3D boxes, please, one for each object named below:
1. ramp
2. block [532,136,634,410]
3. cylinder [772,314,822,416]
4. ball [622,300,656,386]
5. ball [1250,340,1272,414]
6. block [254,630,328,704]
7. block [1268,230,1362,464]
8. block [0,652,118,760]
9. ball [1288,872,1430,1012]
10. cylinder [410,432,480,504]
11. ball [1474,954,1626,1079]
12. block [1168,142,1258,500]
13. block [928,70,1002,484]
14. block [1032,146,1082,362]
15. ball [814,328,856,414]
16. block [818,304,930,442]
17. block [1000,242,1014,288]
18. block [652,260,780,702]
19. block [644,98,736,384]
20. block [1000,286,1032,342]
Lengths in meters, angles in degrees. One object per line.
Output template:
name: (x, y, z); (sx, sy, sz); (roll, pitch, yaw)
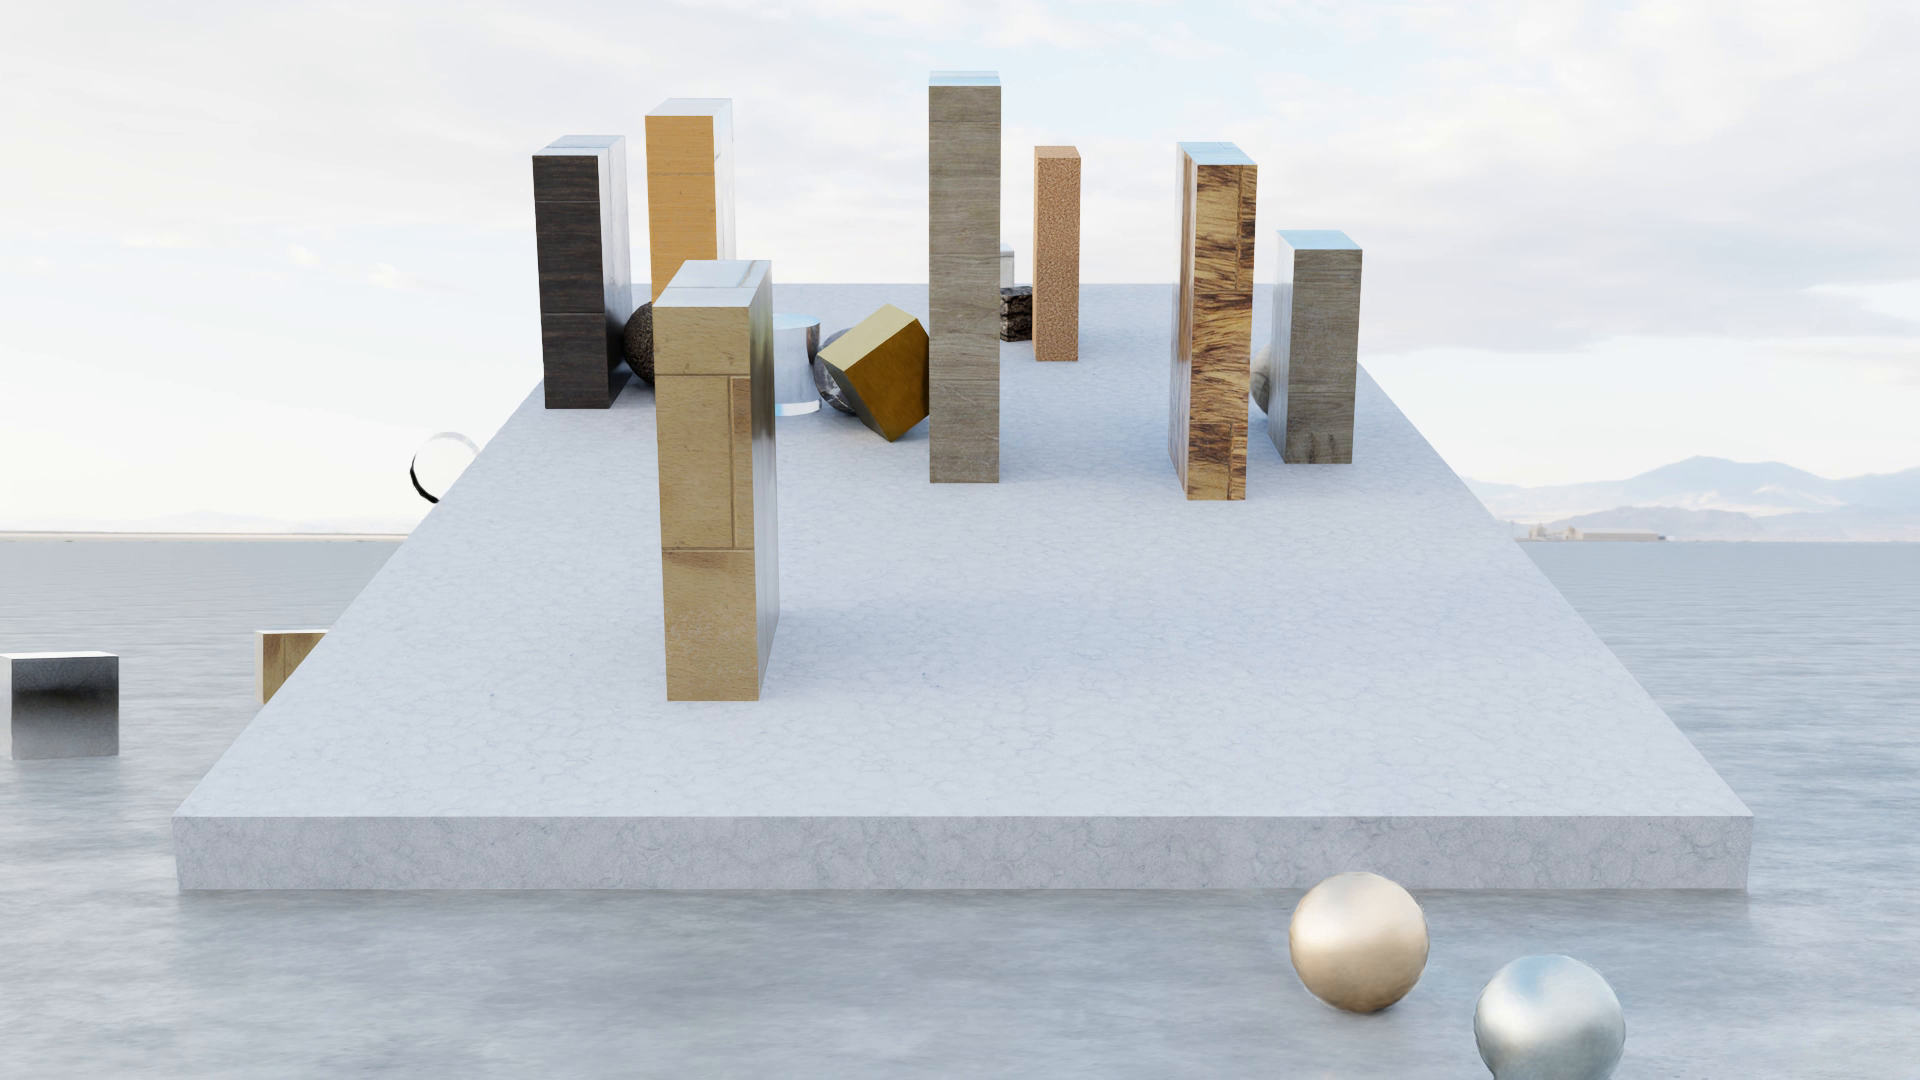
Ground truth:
ramp: (-0.002, -0.163, 4.726); (2.000, 0.100, 4.000); (0, 16, 0)
block: (-0.866, -0.629, 5.125); (0.145, 0.570, 0.425); (0, 16, 0)
cylinder: (-0.412, -0.398, 5.002); (0.196, 0.196, 0.196); (0, 16, 0)
ball: (-0.690, -0.464, 5.205); (0.209, 0.209, 0.209); (0, 0, 0)
ball: (0.734, -0.353, 4.851); (0.197, 0.197, 0.197); (0, 0, 0)
block: (-1.812, 0.344, 6.025); (0.189, 0.189, 0.189); (0, 0, -24)
block: (0.734, -0.405, 4.594); (0.137, 0.440, 0.267); (0, 16, 0)
block: (-1.863, 0.339, 4.558); (0.205, 0.205, 0.205); (0, 0, -32)
ball: (0.378, 0.380, 2.096); (0.131, 0.131, 0.131); (0, 0, 0)
cylinder: (-1.267, -0.178, 5.462); (0.164, 0.164, 0.164); (0, 9, -9)
ball: (0.469, 0.388, 1.760); (0.117, 0.117, 0.117); (0, 0, 0)
block: (0.492, -0.439, 4.353); (0.111, 0.641, 0.397); (0, 16, 0)
block: (0.008, -0.535, 4.441); (0.138, 0.773, 0.366); (0, 16, 0)
block: (0.242, -0.727, 5.582); (0.105, 0.504, 0.276); (0, 16, 0)
ball: (-0.230, -0.377, 4.934); (0.195, 0.195, 0.195); (0, 0, 0)
block: (-0.152, -0.361, 4.754); (0.192, 0.192, 0.192); (-37, 25, -8)
block: (0.068, -0.759, 6.317); (0.155, 0.155, 0.155); (-2, 16, -7)
block: (-0.357, -0.100, 3.303); (0.132, 0.575, 0.405); (0, 16, 0)
block: (-0.580, -0.606, 4.848); (0.141, 0.681, 0.413); (0, 16, 0)
block: (0.152, -0.595, 5.815); (0.121, 0.121, 0.121); (-7, 18, -24)
